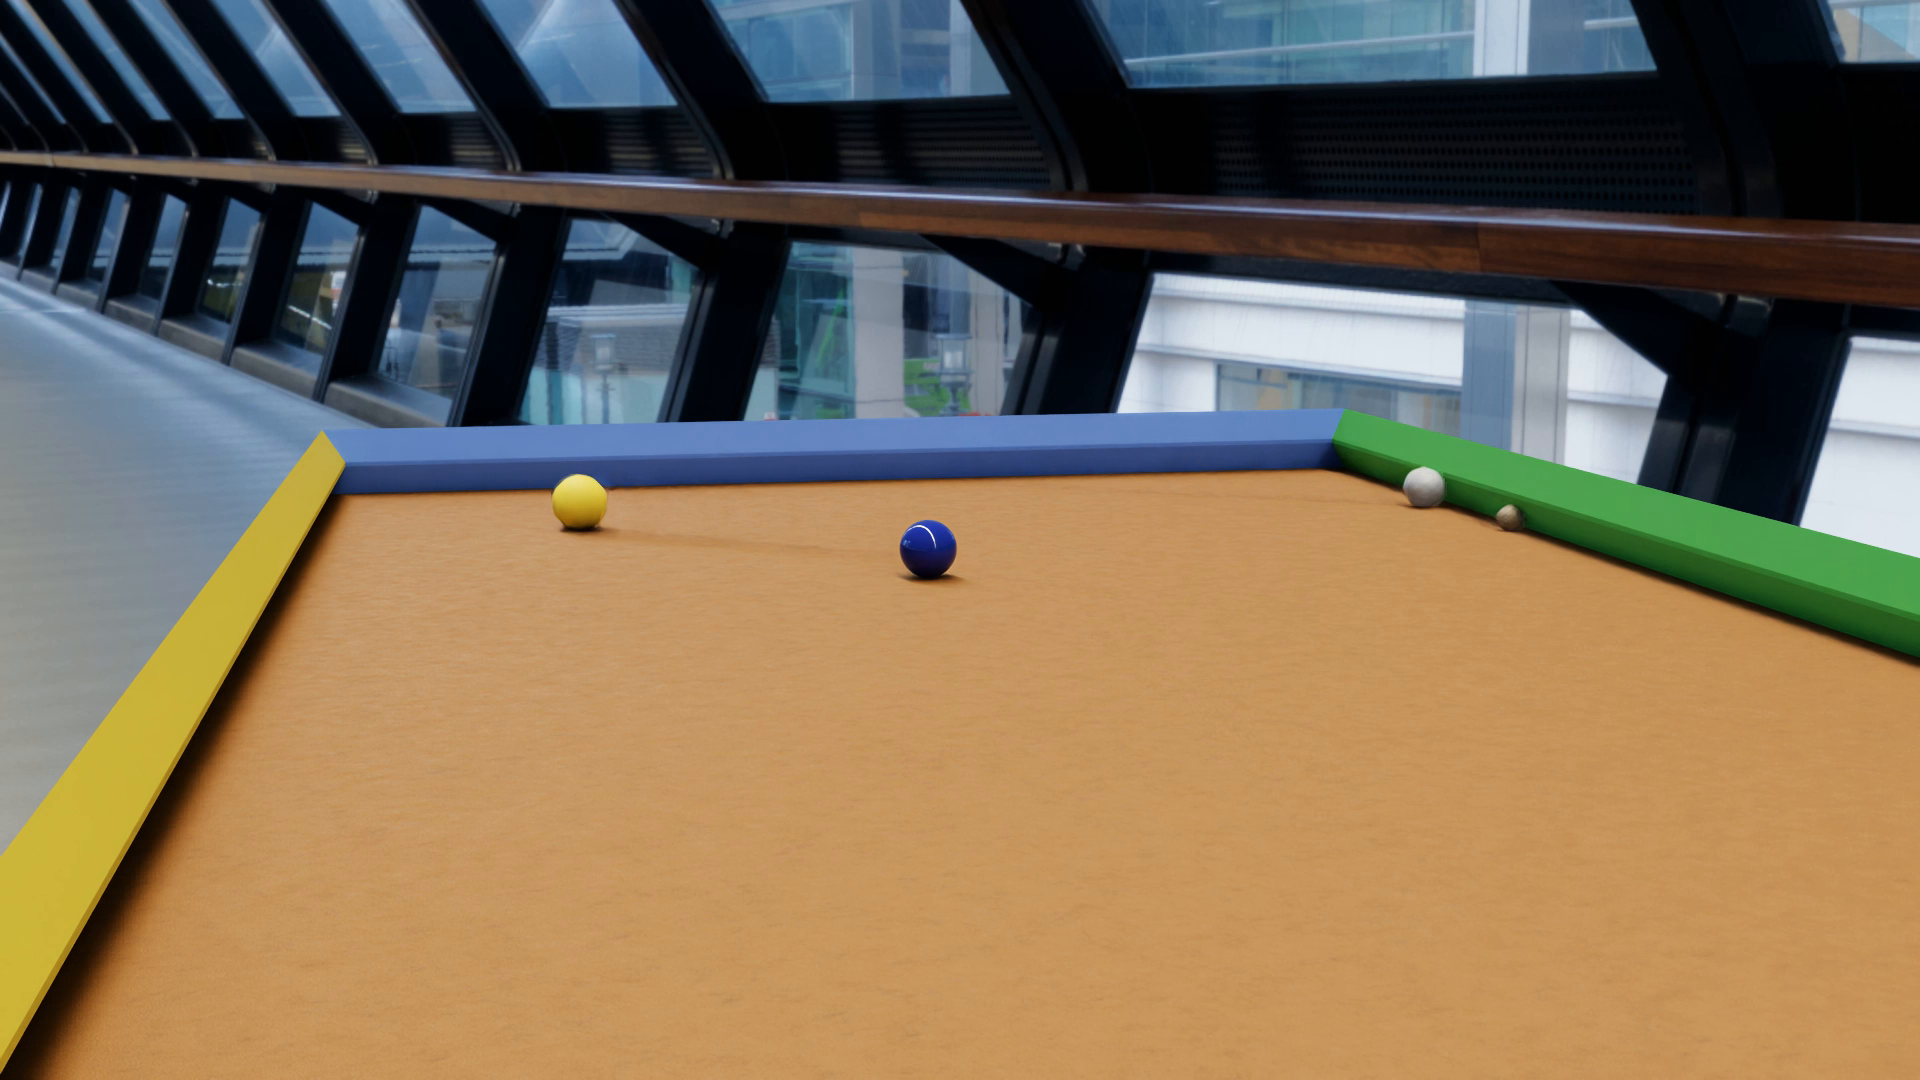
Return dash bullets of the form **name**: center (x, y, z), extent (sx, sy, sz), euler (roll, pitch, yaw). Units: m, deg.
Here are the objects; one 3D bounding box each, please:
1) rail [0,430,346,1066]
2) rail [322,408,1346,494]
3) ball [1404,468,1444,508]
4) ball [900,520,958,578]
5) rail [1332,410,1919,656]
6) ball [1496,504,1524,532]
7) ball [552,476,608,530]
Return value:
- **rail**: center (-0.785, 0.166, 2.231), extent (0.045, 0.122, 4.093), euler (-2, 9, -11)
- **rail**: center (-0.201, -0.178, 4.389), extent (2.071, 0.122, 0.045), euler (-2, 9, -11)
- **ball**: center (0.852, -0.097, 4.037), extent (0.074, 0.074, 0.074), euler (0, 9, 0)
- **ball**: center (-0.048, 0.013, 3.306), extent (0.087, 0.087, 0.087), euler (0, 9, 0)
- **rail**: center (1.197, 0.102, 2.633), extent (0.045, 0.122, 4.093), euler (-2, 9, -11)
- **ball**: center (0.940, -0.037, 3.756), extent (0.045, 0.045, 0.045), euler (0, 9, 0)
- **ball**: center (-0.652, -0.064, 3.770), extent (0.094, 0.094, 0.094), euler (0, 9, 0)
